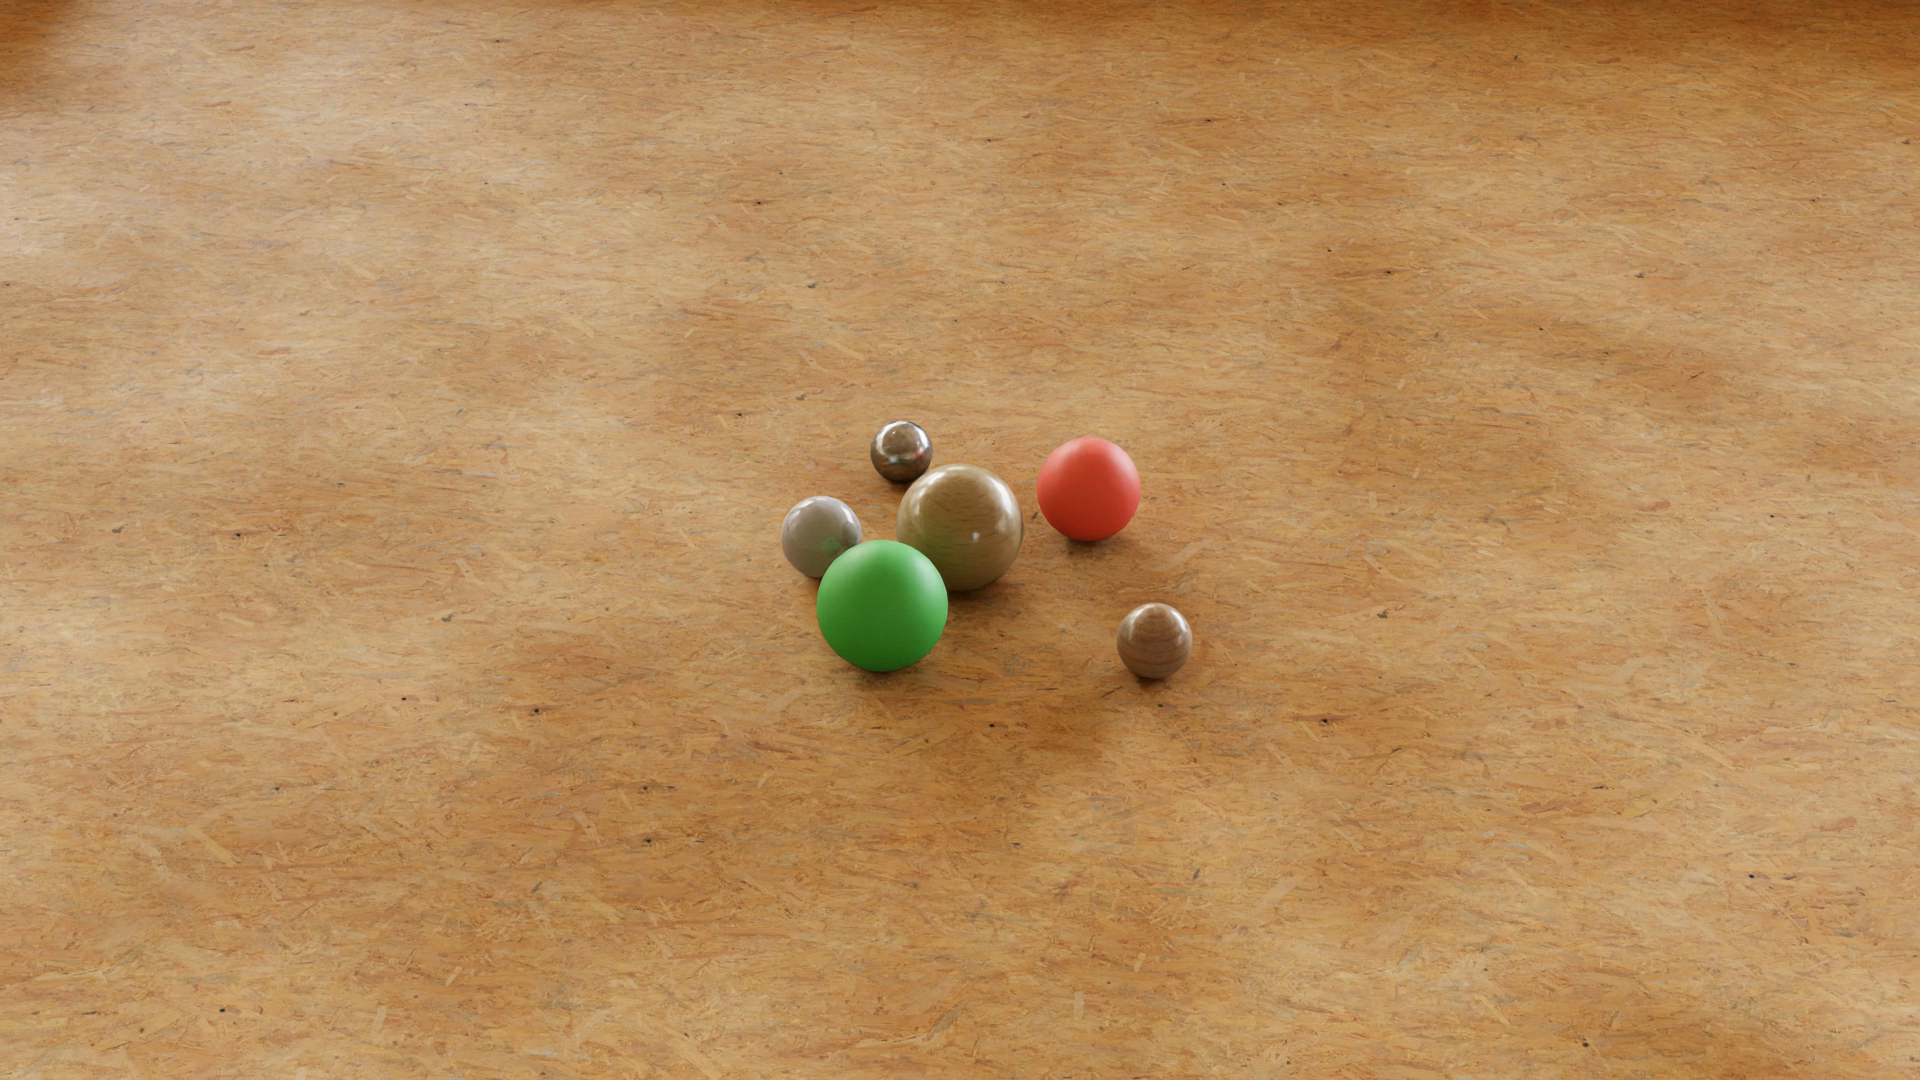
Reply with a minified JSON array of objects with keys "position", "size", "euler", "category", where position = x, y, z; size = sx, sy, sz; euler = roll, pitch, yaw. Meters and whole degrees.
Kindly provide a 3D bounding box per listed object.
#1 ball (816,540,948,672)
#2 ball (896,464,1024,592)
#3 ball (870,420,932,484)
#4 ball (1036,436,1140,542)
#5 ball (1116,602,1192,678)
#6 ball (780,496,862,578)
[{"position":[-0.048,0.041,1.589],"size":[0.082,0.082,0.082],"euler":[0,36,0],"category":"ball"},{"position":[0.000,-0.008,1.656],"size":[0.083,0.083,0.083],"euler":[0,36,0],"category":"ball"},{"position":[-0.040,-0.061,1.762],"size":[0.043,0.043,0.043],"euler":[0,36,0],"category":"ball"},{"position":[0.085,-0.034,1.703],"size":[0.069,0.069,0.069],"euler":[0,36,0],"category":"ball"},{"position":[0.120,0.062,1.589],"size":[0.047,0.047,0.047],"euler":[0,36,0],"category":"ball"},{"position":[-0.090,-0.002,1.672],"size":[0.054,0.054,0.054],"euler":[0,36,0],"category":"ball"}]
